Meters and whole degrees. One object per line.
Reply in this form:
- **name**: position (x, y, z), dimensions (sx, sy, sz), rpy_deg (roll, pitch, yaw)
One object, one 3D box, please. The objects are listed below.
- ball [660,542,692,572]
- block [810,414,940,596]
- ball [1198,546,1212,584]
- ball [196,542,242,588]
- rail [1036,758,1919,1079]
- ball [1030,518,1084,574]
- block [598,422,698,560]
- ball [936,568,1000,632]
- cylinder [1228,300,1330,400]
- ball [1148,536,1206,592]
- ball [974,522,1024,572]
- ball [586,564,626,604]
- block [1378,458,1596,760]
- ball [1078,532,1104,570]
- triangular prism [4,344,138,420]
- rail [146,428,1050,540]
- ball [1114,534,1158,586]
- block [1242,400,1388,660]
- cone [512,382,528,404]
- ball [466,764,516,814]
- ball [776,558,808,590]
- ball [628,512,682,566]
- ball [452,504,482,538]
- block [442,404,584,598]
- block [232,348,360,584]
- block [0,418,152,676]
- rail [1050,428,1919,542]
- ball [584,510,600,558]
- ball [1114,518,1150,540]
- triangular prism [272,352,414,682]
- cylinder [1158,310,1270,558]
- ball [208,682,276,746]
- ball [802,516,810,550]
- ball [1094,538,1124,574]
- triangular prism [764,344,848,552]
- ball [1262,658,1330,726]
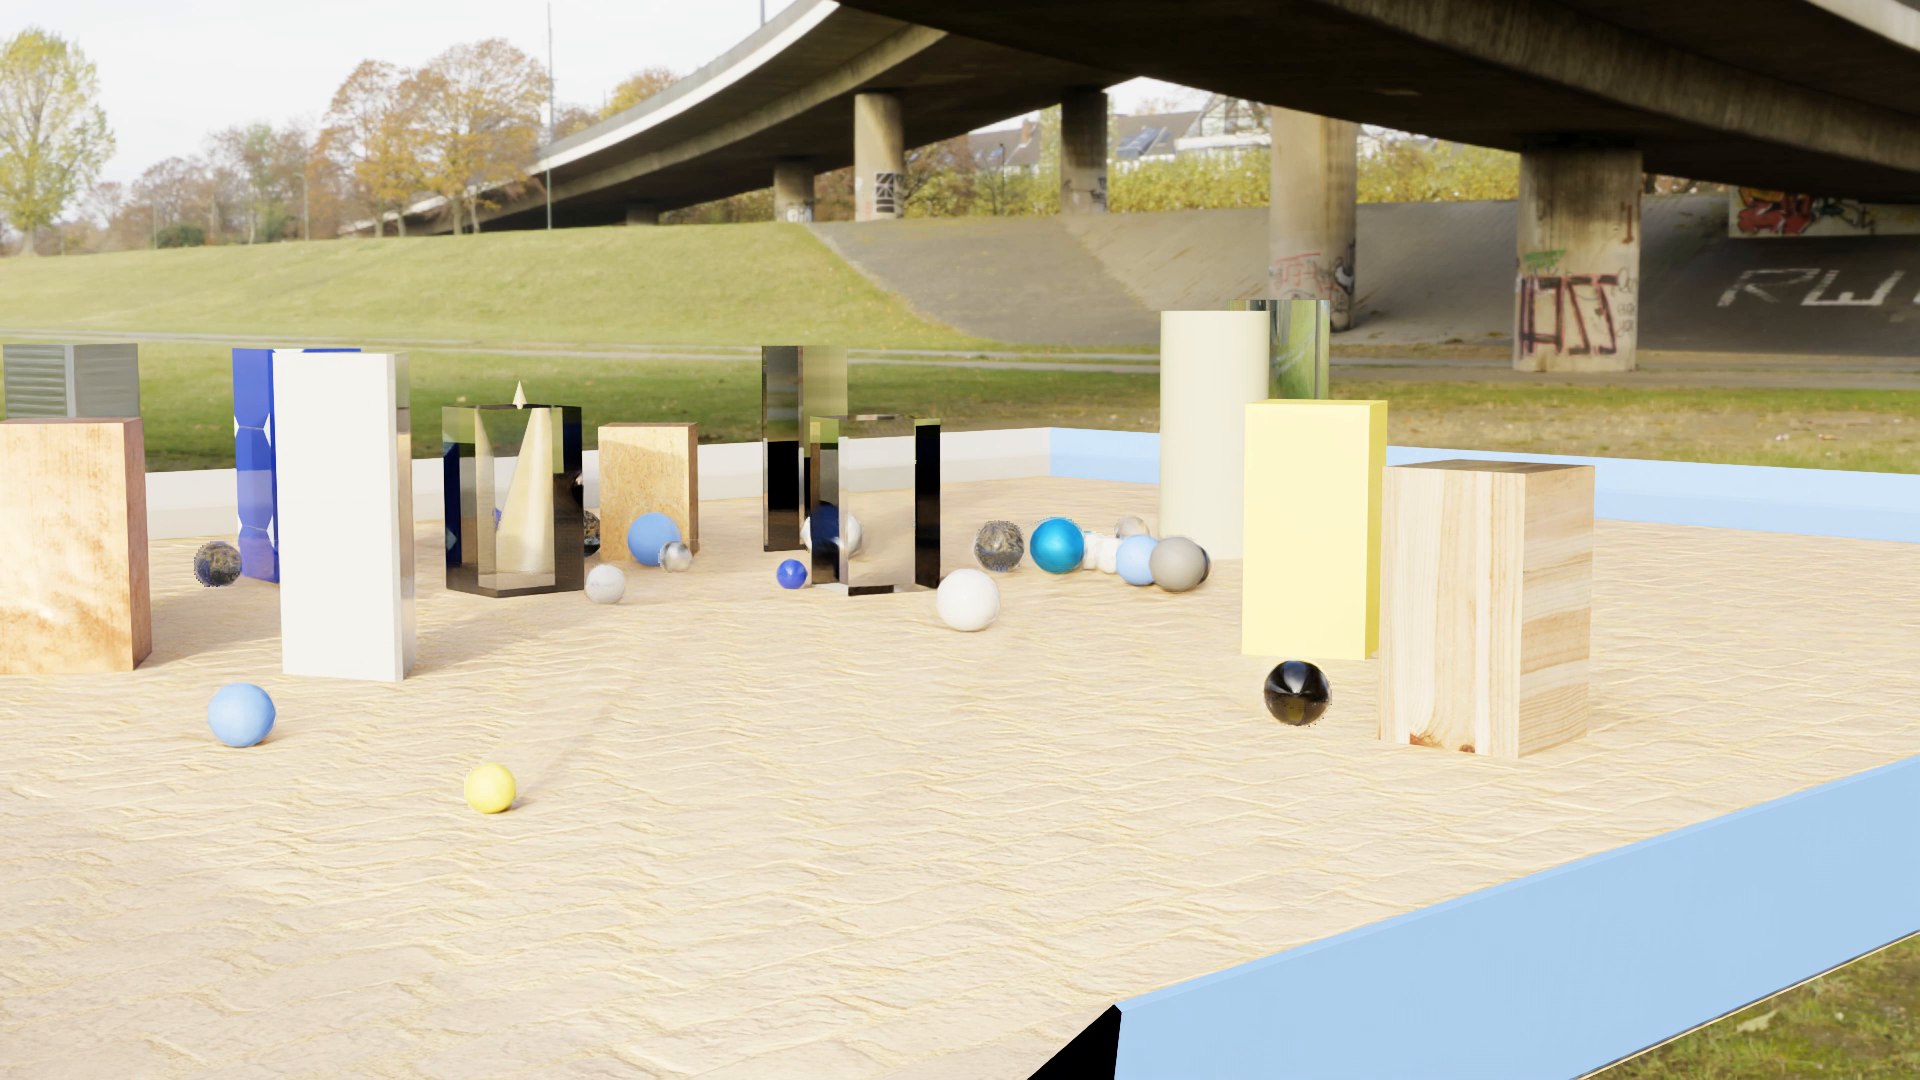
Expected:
- **ball**: position (-0.484, 0.029, 3.750), dimensions (0.053, 0.053, 0.053), rpy_deg (0, 6, 0)
- **block**: position (-0.137, -0.060, 3.534), dimensions (0.159, 0.275, 0.159), rpy_deg (-3, 7, -25)
- **ball**: position (0.373, 0.040, 3.568), dimensions (0.069, 0.069, 0.069), rpy_deg (0, 6, 0)
- **ball**: position (-1.197, 0.040, 3.553), dimensions (0.072, 0.072, 0.072), rpy_deg (0, 6, 0)
- **rail**: position (1.183, 0.166, 2.057), dimensions (3.926, 0.129, 0.045), rpy_deg (-5, 8, -42)
- **ball**: position (0.165, 0.011, 3.732), dimensions (0.093, 0.093, 0.093), rpy_deg (0, 6, 0)
- **block**: position (-0.564, -0.090, 3.998), dimensions (0.159, 0.239, 0.159), rpy_deg (0, 6, -1)
- **ball**: position (0.011, 0.083, 3.058), dimensions (0.089, 0.089, 0.089), rpy_deg (0, 6, 0)
- **cylinder**: position (0.617, -0.233, 4.279), dimensions (0.198, 0.465, 0.198), rpy_deg (0, 6, 0)
- **ball**: position (0.344, 0.038, 3.483), dimensions (0.090, 0.090, 0.090), rpy_deg (0, 6, 0)
- **ball**: position (0.066, 0.012, 3.751), dimensions (0.087, 0.087, 0.087), rpy_deg (0, 6, 0)
- **ball**: position (-0.538, 0.068, 3.339), dimensions (0.061, 0.061, 0.061), rpy_deg (0, 6, 0)
- **block**: position (0.546, 0.065, 2.284), dimensions (0.159, 0.285, 0.159), rpy_deg (5, 8, 40)
- **ball**: position (0.223, 0.020, 3.785), dimensions (0.064, 0.064, 0.064), rpy_deg (0, 6, 0)
- **triangular prism**: position (-1.213, -0.075, 3.076), dimensions (0.172, 0.399, 0.149), rpy_deg (5, 8, 39)
- **rail**: position (-1.183, -0.099, 4.607), dimensions (3.926, 0.129, 0.045), rpy_deg (-5, 8, -42)
- **ball**: position (0.293, 0.033, 3.569), dimensions (0.083, 0.083, 0.083), rpy_deg (0, 6, 0)
- **block**: position (0.468, -0.018, 2.894), dimensions (0.159, 0.325, 0.159), rpy_deg (2, 6, 19)
- **cone**: position (-0.769, -0.118, 3.857), dimensions (0.198, 0.323, 0.198), rpy_deg (0, 6, 0)
- **ball**: position (-0.417, 0.221, 1.954), dimensions (0.044, 0.044, 0.044), rpy_deg (0, 6, 0)
- **ball**: position (-0.270, 0.054, 3.522), dimensions (0.050, 0.050, 0.050), rpy_deg (0, 6, 0)
- **ball**: position (-0.533, -0.001, 3.841), dimensions (0.094, 0.094, 0.094), rpy_deg (0, 6, 0)
- **ball**: position (-0.962, -0.037, 4.312), dimensions (0.069, 0.069, 0.069), rpy_deg (0, 6, 0)
- **block**: position (-0.712, -0.066, 3.507), dimensions (0.159, 0.293, 0.159), rpy_deg (-5, 8, -42)
- **block**: position (-1.108, -0.130, 3.691), dimensions (0.159, 0.382, 0.159), rpy_deg (-5, 8, -38)
- **block**: position (-1.119, 0.003, 2.770), dimensions (0.159, 0.307, 0.159), rpy_deg (-1, 6, -12)
- **rail**: position (1.425, -0.103, 4.640), dimensions (0.045, 0.129, 3.536), rpy_deg (-5, 8, -42)
- **ball**: position (-0.687, -0.011, 3.971), dimensions (0.087, 0.087, 0.087), rpy_deg (0, 6, 0)
- **ball**: position (0.319, -0.010, 4.067), dimensions (0.065, 0.065, 0.065), rpy_deg (0, 6, 0)
- **triangular prism**: position (-0.728, -0.036, 2.729), dimensions (0.172, 0.393, 0.149), rpy_deg (2, 6, 21)
- **cylinder**: position (0.466, -0.197, 4.033), dimensions (0.198, 0.444, 0.198), rpy_deg (0, 6, 0)
- **ball**: position (-0.736, 0.179, 2.252), dimensions (0.066, 0.066, 0.066), rpy_deg (0, 6, 0)
- **ball**: position (-0.243, -0.014, 3.998), dimensions (0.087, 0.087, 0.087), rpy_deg (0, 6, 0)
- **ball**: position (0.258, 0.027, 3.724), dimensions (0.063, 0.063, 0.063), rpy_deg (0, 6, 0)
- **triangular prism**: position (-0.321, -0.178, 4.161), dimensions (0.172, 0.380, 0.149), rpy_deg (-3, 7, -29)
- **ball**: position (0.362, 0.164, 2.365), dimensions (0.072, 0.072, 0.072), rpy_deg (0, 6, 0)
